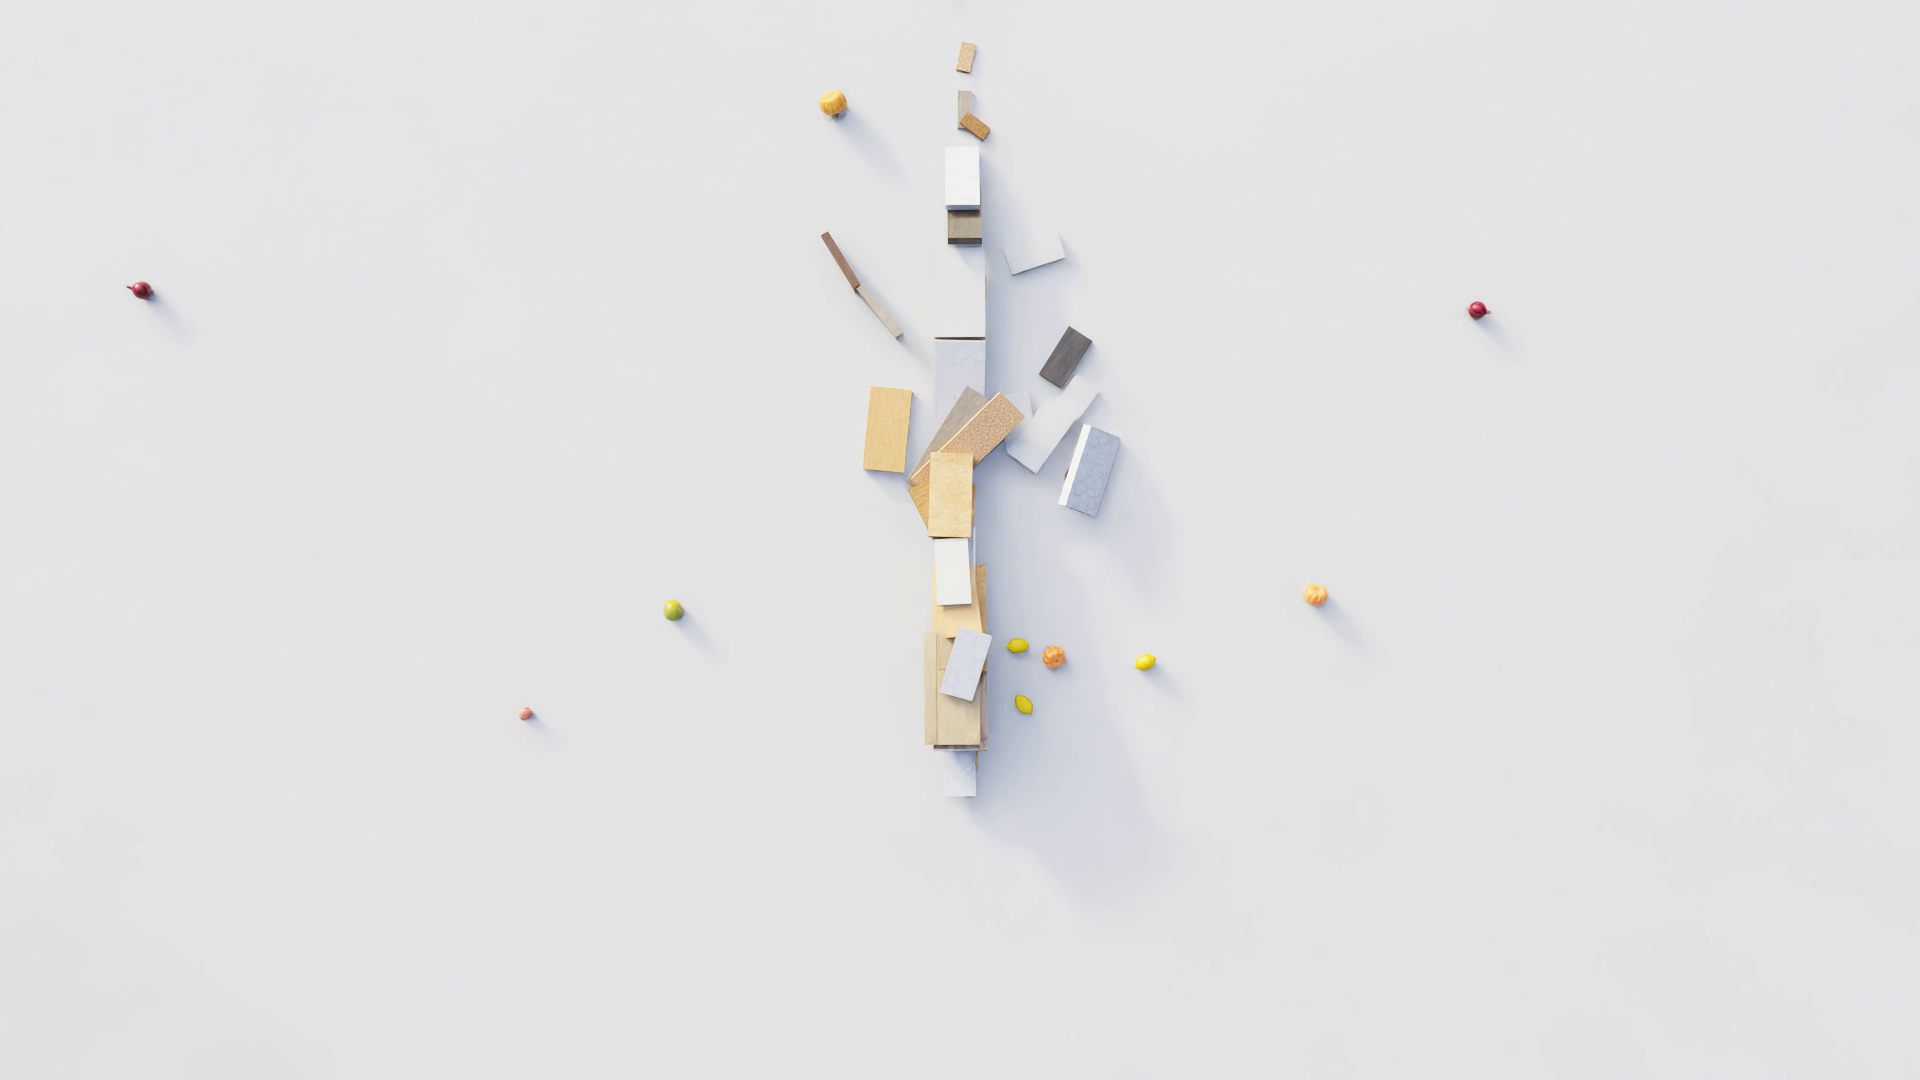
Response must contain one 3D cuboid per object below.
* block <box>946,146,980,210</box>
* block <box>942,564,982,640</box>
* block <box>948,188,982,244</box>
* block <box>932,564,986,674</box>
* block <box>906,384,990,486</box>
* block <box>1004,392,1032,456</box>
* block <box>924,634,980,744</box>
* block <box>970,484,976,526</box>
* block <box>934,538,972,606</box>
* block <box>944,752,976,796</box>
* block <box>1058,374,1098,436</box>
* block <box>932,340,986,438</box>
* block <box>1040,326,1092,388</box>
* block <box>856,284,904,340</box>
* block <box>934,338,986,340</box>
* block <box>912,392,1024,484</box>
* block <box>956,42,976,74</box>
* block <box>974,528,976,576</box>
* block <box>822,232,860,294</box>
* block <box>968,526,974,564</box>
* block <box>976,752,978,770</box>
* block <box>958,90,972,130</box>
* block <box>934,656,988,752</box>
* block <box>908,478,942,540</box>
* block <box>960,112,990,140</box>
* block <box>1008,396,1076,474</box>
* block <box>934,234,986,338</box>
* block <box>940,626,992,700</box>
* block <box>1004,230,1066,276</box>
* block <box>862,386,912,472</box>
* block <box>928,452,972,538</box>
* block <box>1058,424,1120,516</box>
[{"bbox_3d":[0.007,-1.194,5.444,0.112,0.032,0.224,0,69,0],"label":"block"},{"bbox_3d":[0.000,0.199,5.327,0.116,0.033,0.231,-7,76,-2],"label":"block"},{"bbox_3d":[0.015,-1.067,5.426,0.112,0.032,0.224,0,57,0],"label":"block"},{"bbox_3d":[-0.002,0.259,5.432,0.179,0.051,0.357,0,76,0],"label":"block"},{"bbox_3d":[-0.030,-0.321,5.437,0.112,0.032,0.377,31,102,-7],"label":"block"},{"bbox_3d":[0.193,-0.385,5.486,0.102,0.029,0.204,-9,90,0],"label":"block"},{"bbox_3d":[-0.026,0.480,5.337,0.179,0.051,0.357,0,88,0],"label":"block"},{"bbox_3d":[-0.004,-0.086,5.459,0.102,0.029,0.203,4,75,2],"label":"block"},{"bbox_3d":[-0.024,0.104,5.318,0.108,0.031,0.217,-3,76,-2],"label":"block"},{"bbox_3d":[-0.002,0.740,5.455,0.106,0.030,0.211,-2,90,0],"label":"block"},{"bbox_3d":[0.370,-0.447,5.487,0.094,0.027,0.187,36,90,0],"label":"block"},{"bbox_3d":[-0.003,-0.489,5.438,0.169,0.048,0.338,1,103,0],"label":"block"},{"bbox_3d":[0.351,-0.607,5.487,0.094,0.027,0.187,32,90,0],"label":"block"},{"bbox_3d":[-0.264,-0.753,5.449,0.029,0.102,0.204,-39,90,0],"label":"block"},{"bbox_3d":[0.000,-0.701,5.476,0.169,0.048,0.338,1,90,0],"label":"block"},{"bbox_3d":[0.026,-0.302,5.408,0.407,0.033,0.116,-44,100,10],"label":"block"},{"bbox_3d":[0.020,-1.608,5.493,0.047,0.013,0.095,12,90,0],"label":"block"},{"bbox_3d":[0.000,0.056,5.445,0.102,0.029,0.203,1,66,0],"label":"block"},{"bbox_3d":[-0.391,-0.917,5.449,0.029,0.102,0.204,-32,90,0],"label":"block"},{"bbox_3d":[-0.007,0.054,5.395,0.102,0.029,0.203,0,78,1],"label":"block"},{"bbox_3d":[0.006,0.660,5.485,0.106,0.030,0.212,-1,90,0],"label":"block"},{"bbox_3d":[0.016,-1.433,5.493,0.047,0.013,0.125,0,90,0],"label":"block"},{"bbox_3d":[0.001,0.512,5.420,0.179,0.051,0.357,0,76,0],"label":"block"},{"bbox_3d":[-0.073,-0.092,5.385,0.108,0.031,0.217,-26,85,-5],"label":"block"},{"bbox_3d":[0.050,-1.376,5.482,0.095,0.013,0.047,35,83,-10],"label":"block"},{"bbox_3d":[0.271,-0.347,5.455,0.116,0.033,0.231,36,89,-1],"label":"block"},{"bbox_3d":[-0.002,-0.834,5.428,0.169,0.048,0.338,-1,90,0],"label":"block"},{"bbox_3d":[0.018,0.396,5.279,0.108,0.031,0.217,16,96,-5],"label":"block"},{"bbox_3d":[0.247,-0.955,5.487,0.187,0.027,0.094,-18,90,0],"label":"block"},{"bbox_3d":[-0.241,-0.367,5.481,0.137,0.039,0.275,6,90,0],"label":"block"},{"bbox_3d":[-0.031,-0.145,5.358,0.137,0.039,0.275,2,83,-3],"label":"block"},{"bbox_3d":[0.428,-0.229,5.444,0.137,0.039,0.275,18,90,-36],"label":"block"}]
